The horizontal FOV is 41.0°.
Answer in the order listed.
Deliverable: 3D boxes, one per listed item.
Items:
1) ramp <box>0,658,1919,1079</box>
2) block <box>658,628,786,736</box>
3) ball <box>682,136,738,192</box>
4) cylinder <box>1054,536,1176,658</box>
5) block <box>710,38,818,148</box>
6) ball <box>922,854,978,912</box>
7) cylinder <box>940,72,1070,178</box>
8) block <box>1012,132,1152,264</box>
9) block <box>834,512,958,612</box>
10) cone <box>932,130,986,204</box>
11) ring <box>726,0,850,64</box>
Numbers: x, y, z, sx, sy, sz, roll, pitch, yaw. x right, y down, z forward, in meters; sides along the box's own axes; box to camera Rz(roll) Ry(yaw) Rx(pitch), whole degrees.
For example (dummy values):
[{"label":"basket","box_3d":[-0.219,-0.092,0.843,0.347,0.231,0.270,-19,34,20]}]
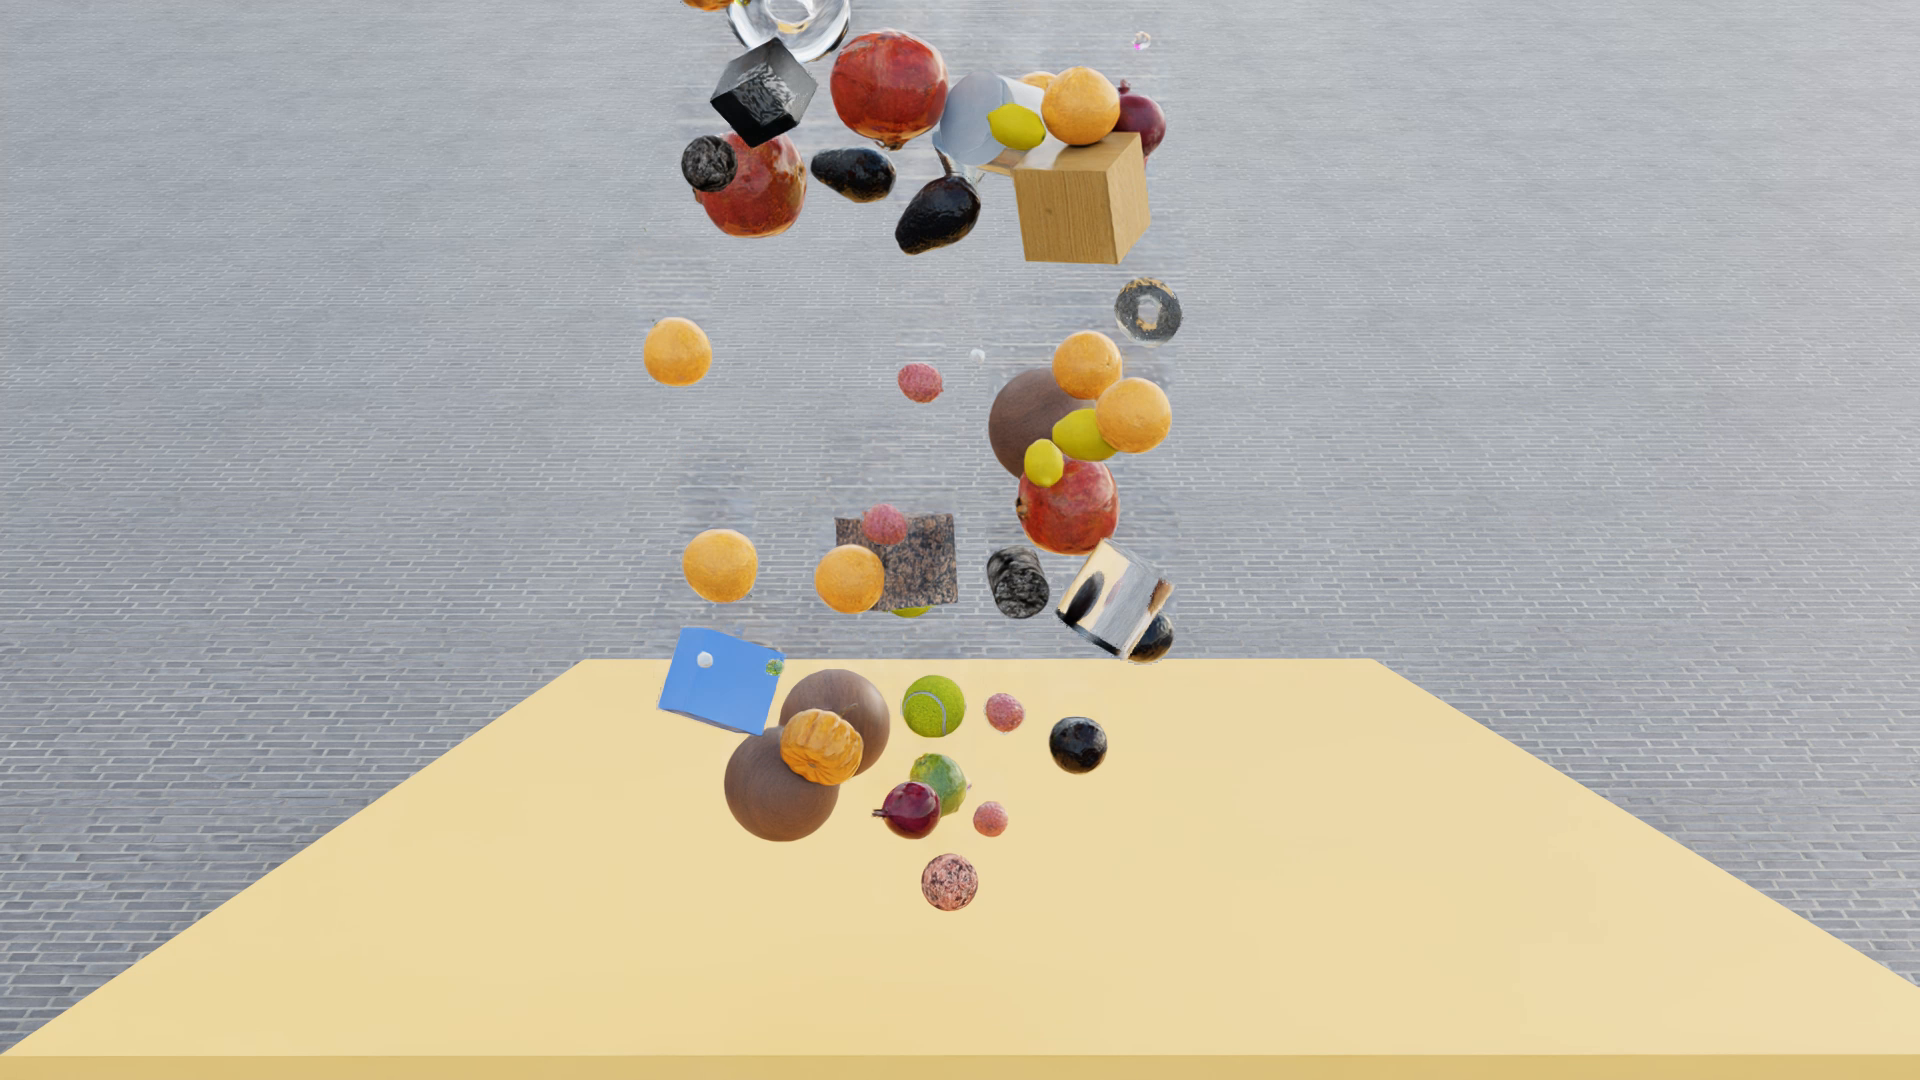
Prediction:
[{"label":"ramp","box_3d":[0.050,0.455,4.532,2.000,0.100,4.000,0,3,0]},{"label":"block","box_3d":[-0.258,0.153,2.775,0.091,0.091,0.091,20,-9,-23]},{"label":"ball","box_3d":[-0.232,-0.349,2.384,0.052,0.052,0.052,0,22,0]},{"label":"cylinder","box_3d":[0.156,0.058,2.583,0.088,0.088,0.088,32,8,-5]},{"label":"block","box_3d":[-0.177,-0.403,2.321,0.060,0.060,0.060,-20,36,36]},{"label":"ball","box_3d":[-0.011,0.364,2.734,0.061,0.061,0.061,0,22,0]},{"label":"cylinder","box_3d":[0.044,-0.398,2.477,0.090,0.090,0.090,17,8,36]},{"label":"block","box_3d":[0.114,-0.319,2.392,0.092,0.092,0.092,5,32,24]},{"label":"block","box_3d":[-0.068,0.021,2.734,0.094,0.094,0.094,-5,5,-27]},{"label":"cone","box_3d":[0.005,-0.385,2.704,0.076,0.076,0.076,4,35,-3]},{"label":"ring","box_3d":[-0.168,-0.519,2.520,0.123,0.041,0.123,5,62,-9]}]
